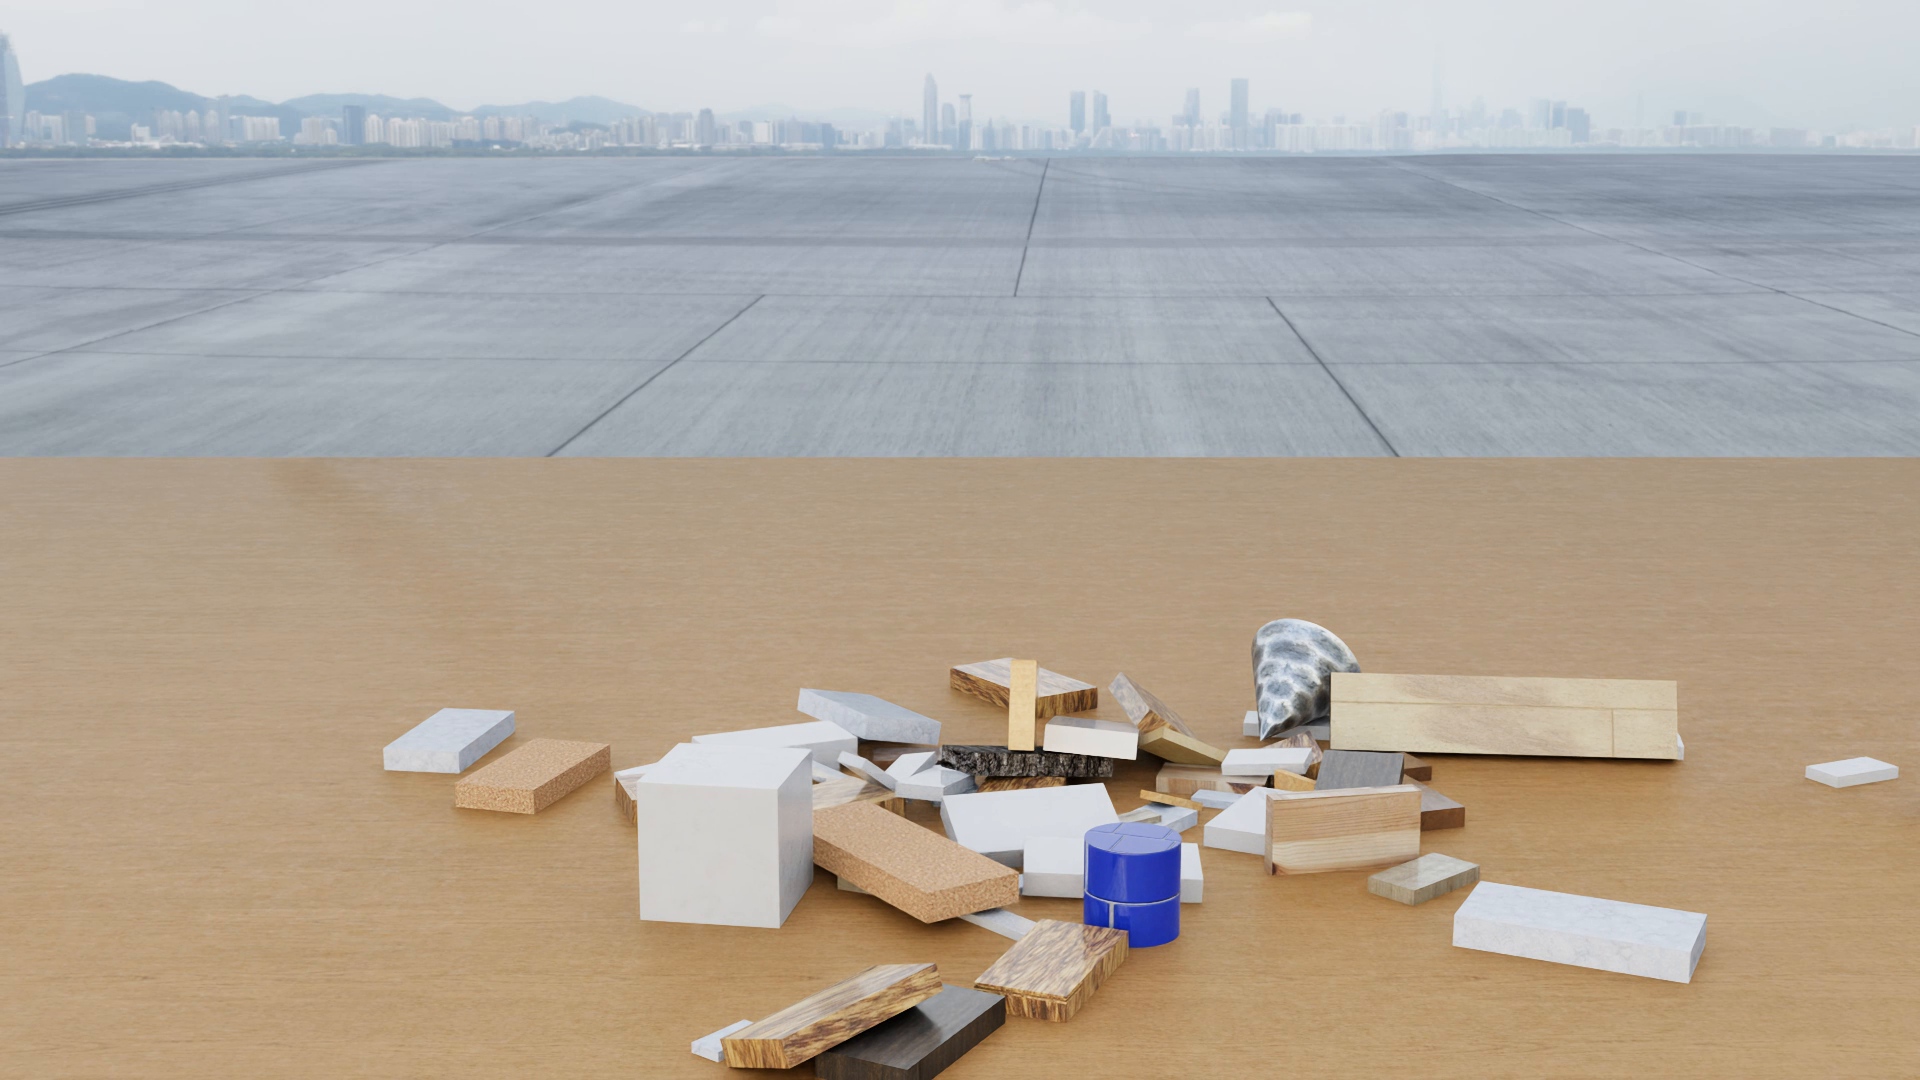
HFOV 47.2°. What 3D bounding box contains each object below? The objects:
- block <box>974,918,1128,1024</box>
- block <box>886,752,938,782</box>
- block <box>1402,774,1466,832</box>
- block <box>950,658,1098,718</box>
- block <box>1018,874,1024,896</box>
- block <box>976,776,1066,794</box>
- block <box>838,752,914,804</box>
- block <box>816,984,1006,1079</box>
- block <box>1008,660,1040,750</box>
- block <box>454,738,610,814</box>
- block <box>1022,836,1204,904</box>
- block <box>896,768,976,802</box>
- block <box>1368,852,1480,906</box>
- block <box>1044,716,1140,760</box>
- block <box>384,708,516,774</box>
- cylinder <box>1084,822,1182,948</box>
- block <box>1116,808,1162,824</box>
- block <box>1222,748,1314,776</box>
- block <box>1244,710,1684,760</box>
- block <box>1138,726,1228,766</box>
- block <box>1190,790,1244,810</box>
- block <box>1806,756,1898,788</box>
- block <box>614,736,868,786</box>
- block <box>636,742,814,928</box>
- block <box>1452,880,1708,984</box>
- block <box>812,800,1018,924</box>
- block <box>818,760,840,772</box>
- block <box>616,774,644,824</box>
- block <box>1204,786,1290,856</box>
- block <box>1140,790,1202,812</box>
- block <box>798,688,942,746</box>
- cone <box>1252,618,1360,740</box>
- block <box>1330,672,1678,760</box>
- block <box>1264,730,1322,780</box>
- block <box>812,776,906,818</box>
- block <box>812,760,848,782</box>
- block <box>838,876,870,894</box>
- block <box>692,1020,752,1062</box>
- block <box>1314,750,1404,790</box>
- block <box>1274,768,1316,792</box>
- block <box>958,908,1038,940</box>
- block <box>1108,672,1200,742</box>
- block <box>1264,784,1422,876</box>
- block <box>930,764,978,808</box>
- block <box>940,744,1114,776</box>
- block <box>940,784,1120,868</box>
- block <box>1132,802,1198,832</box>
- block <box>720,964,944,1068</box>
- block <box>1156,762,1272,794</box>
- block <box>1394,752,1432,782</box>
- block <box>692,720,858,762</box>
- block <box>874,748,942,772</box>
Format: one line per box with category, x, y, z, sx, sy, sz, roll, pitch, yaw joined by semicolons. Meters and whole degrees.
block;0.140;0.640;3.287;0.142;0.040;0.283;4;11;22
block;-0.108;0.452;4.252;0.074;0.021;0.148;-8;15;27
block;0.817;0.486;4.122;0.134;0.038;0.268;-3;11;-18
block;0.140;0.330;4.937;0.168;0.048;0.336;-7;13;-33
block;0.096;0.578;3.684;0.095;0.013;0.047;-5;17;-24
block;0.099;0.496;4.057;0.149;0.042;0.298;2;11;12
block;-0.155;0.443;4.105;0.074;0.021;0.148;12;-22;49
block;-0.065;0.686;3.043;0.142;0.040;0.284;6;12;28
block;0.128;0.322;4.337;0.048;0.168;0.487;2;-4;3
block;-0.824;0.455;4.268;0.163;0.046;0.327;3;11;16
block;0.254;0.552;3.692;0.295;0.042;0.148;2;16;2
block;-0.045;0.457;4.104;0.093;0.026;0.185;4;3;19
block;0.782;0.570;3.704;0.186;0.026;0.093;-10;14;-42
block;0.266;0.391;4.364;0.177;0.050;0.354;5;-1;6
block;-1.045;0.410;4.517;0.157;0.044;0.314;2;11;9
cylinder;0.273;0.545;3.487;0.154;0.154;0.154;0;11;0
block;0.311;0.504;3.953;0.095;0.013;0.047;-7;13;-35
block;0.593;0.428;4.244;0.161;0.023;0.081;-3;15;21
block;1.040;0.406;4.585;0.887;0.028;0.098;2;11;12
block;0.436;0.411;4.293;0.161;0.023;0.081;23;-30;-23
block;0.497;0.492;4.154;0.110;0.016;0.055;5;11;24
block;1.754;0.457;4.325;0.161;0.023;0.081;-5;12;-24
block;-0.430;0.435;4.433;0.574;0.026;0.091;-9;14;-42
block;-0.382;0.482;3.618;0.231;0.231;0.231;2;11;10
block;0.967;0.609;3.432;0.354;0.050;0.177;5;12;26
block;-0.110;0.533;3.692;0.177;0.050;0.472;-7;13;-33
block;-0.340;0.449;4.360;0.182;0.026;0.091;-5;12;-27
block;-0.474;0.475;4.160;0.327;0.046;0.163;-4;11;-19
block;0.555;0.510;3.997;0.134;0.038;0.268;5;12;27
block;0.393;0.484;4.085;0.110;0.016;0.055;17;-7;-38
block;-0.193;0.368;4.595;0.168;0.048;0.336;8;3;-29
cone;0.672;0.338;4.566;0.250;0.250;0.250;7;39;32
block;1.100;0.358;4.471;0.687;0.157;0.044;1;-10;6
block;0.660;0.434;4.331;0.104;0.029;0.208;-21;10;4
block;-0.277;0.502;4.017;0.327;0.046;0.163;-9;14;-40
block;-0.288;0.442;4.244;0.148;0.021;0.074;21;3;14
block;-0.101;0.572;3.692;0.186;0.026;0.093;5;12;24
block;-0.318;0.696;3.058;0.052;0.015;0.103;8;13;38
block;0.718;0.474;3.991;0.148;0.042;0.295;2;24;16
block;0.637;0.472;4.151;0.016;0.055;0.110;-10;14;-33
block;0.060;0.609;3.526;0.052;0.015;0.214;-9;14;-40
block;0.404;0.369;4.499;0.157;0.044;0.314;37;4;-11
block;0.660;0.499;3.791;0.268;0.134;0.038;-2;11;-12
block;-0.026;0.472;4.235;0.093;0.026;0.185;-3;11;-14
block;0.130;0.428;4.261;0.298;0.042;0.149;4;0;-27
block;0.128;0.503;3.859;0.298;0.042;0.149;-3;36;-15
block;0.342;0.517;3.989;0.093;0.026;0.186;8;13;37
block;-0.175;0.654;3.031;0.283;0.040;0.142;-17;2;-42
block;0.491;0.466;4.257;0.208;0.029;0.104;3;11;15
block;0.808;0.454;4.320;0.208;0.029;0.104;-4;11;-19
block;-0.369;0.412;4.370;0.295;0.042;0.148;-5;11;-25
block;-0.080;0.441;4.400;0.185;0.026;0.093;0;11;-2
